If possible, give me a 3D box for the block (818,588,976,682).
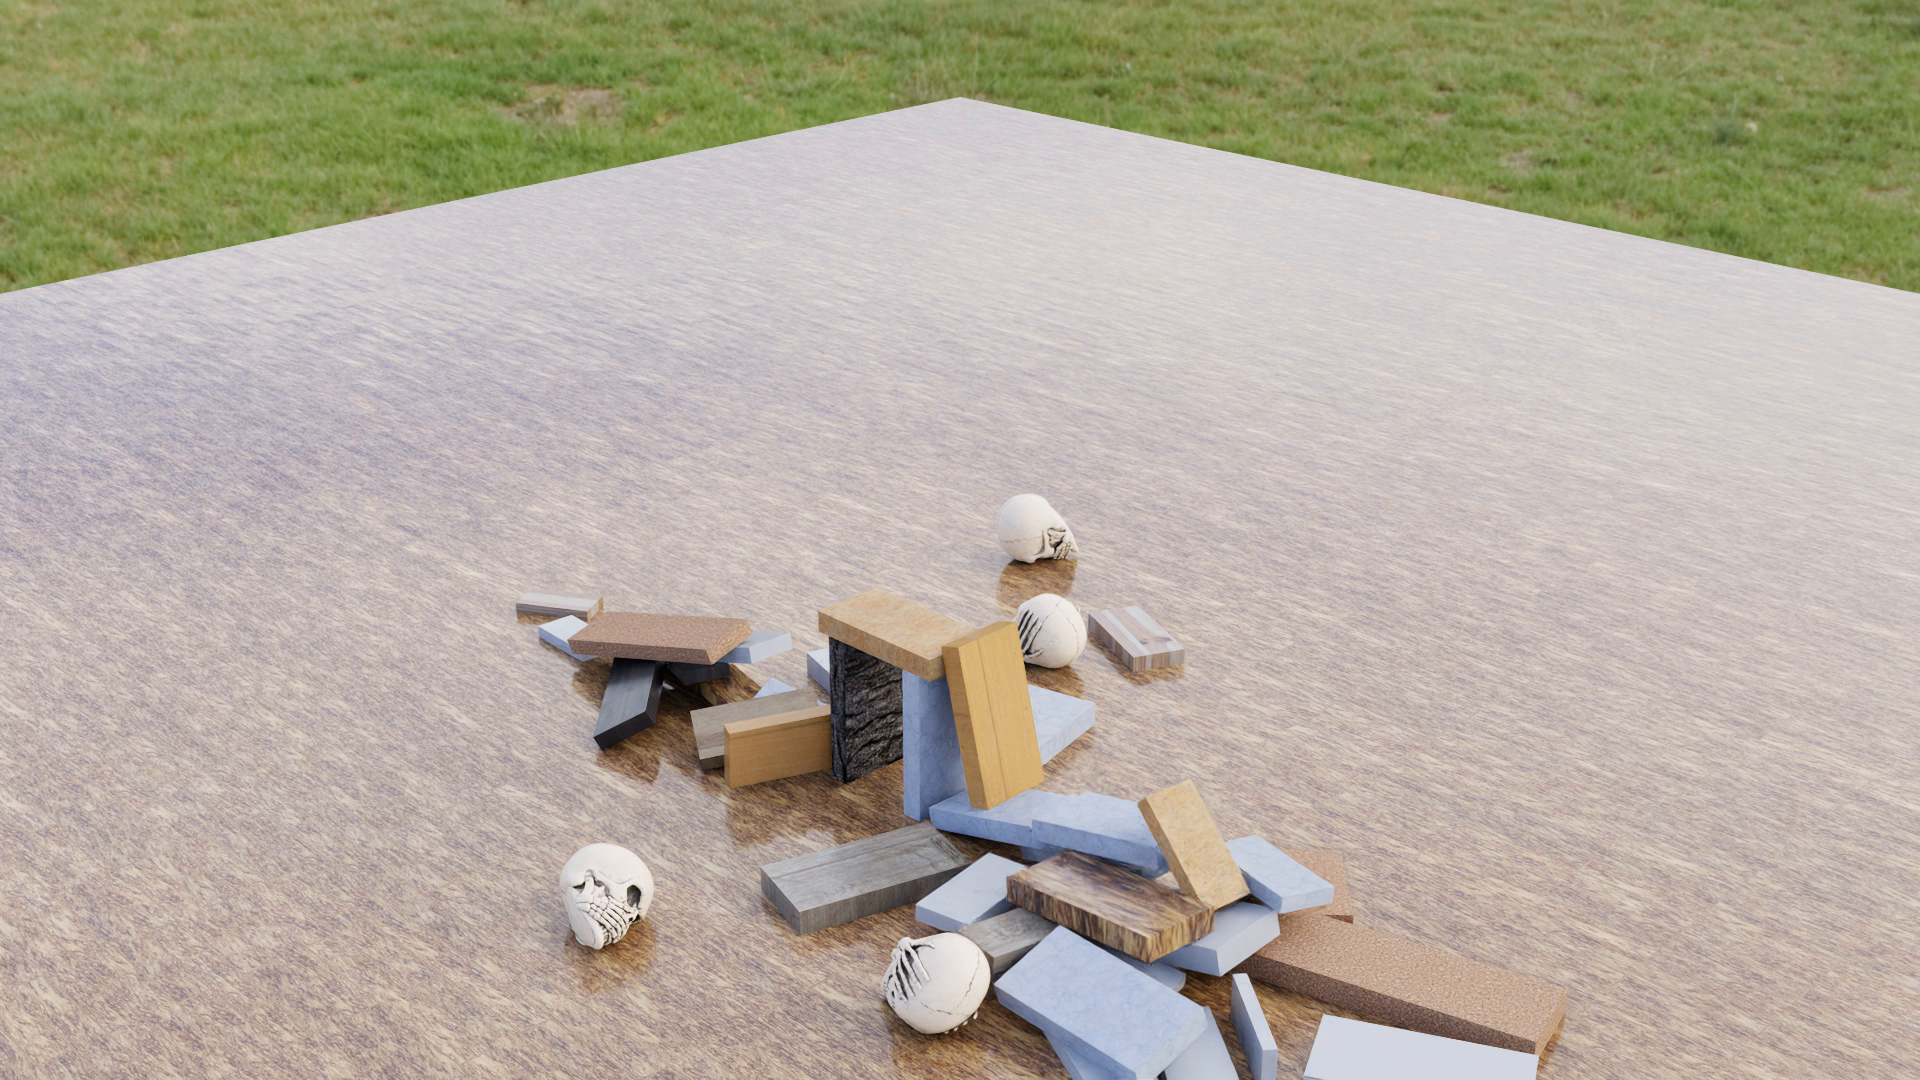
[{"bbox_3d":[-0.116,0.187,4.428,0.325,0.046,0.162,21,31,40],"label":"block"}]

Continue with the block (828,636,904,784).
[{"bbox_3d":[-0.193,0.329,4.569,0.046,0.325,0.162,21,31,41],"label":"block"}]

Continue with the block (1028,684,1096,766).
[{"bbox_3d":[0.123,0.419,4.708,0.179,0.051,0.358,14,27,30],"label":"block"}]

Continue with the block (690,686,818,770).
[{"bbox_3d":[-0.428,0.399,4.670,0.268,0.038,0.134,-11,47,-8],"label":"block"}]

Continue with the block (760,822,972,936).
[{"bbox_3d":[-0.179,0.641,4.186,0.358,0.051,0.179,-12,26,-26],"label":"block"}]

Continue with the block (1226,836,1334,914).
[{"bbox_3d":[0.559,0.605,3.987,0.115,0.033,0.229,-6,20,-29],"label":"block"}]

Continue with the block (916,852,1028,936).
[{"bbox_3d":[0.034,0.651,4.032,0.116,0.033,0.232,15,26,33],"label":"block"}]

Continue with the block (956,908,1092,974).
[{"bbox_3d":[0.122,0.699,3.911,0.232,0.033,0.116,-13,23,-32],"label":"block"}]

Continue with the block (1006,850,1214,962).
[{"bbox_3d":[0.264,0.646,3.913,0.167,0.047,0.352,-16,21,-39],"label":"block"}]

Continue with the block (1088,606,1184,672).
[{"bbox_3d":[0.413,0.230,5.173,0.130,0.037,0.259,-8,24,-19],"label":"block"}]

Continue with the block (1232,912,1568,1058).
[{"bbox_3d":[0.745,0.769,3.885,0.606,0.051,0.179,13,26,28],"label":"block"}]

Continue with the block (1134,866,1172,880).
[{"bbox_3d":[0.315,0.610,4.184,0.109,0.031,0.218,-18,9,-35],"label":"block"}]

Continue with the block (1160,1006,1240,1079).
[{"bbox_3d":[0.387,0.865,3.679,0.117,0.033,0.233,-3,23,-7],"label":"block"}]

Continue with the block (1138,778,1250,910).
[{"bbox_3d":[0.418,0.552,3.937,0.115,0.033,0.230,-16,72,-37],"label":"block"}]

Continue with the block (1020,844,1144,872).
[{"bbox_3d":[0.266,0.580,4.204,0.155,0.044,0.310,-18,9,-32],"label":"block"}]

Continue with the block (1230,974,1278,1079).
[{"bbox_3d":[0.493,0.828,3.696,0.025,0.088,0.218,-3,23,-6],"label":"block"}]

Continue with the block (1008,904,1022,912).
[{"bbox_3d":[0.066,0.696,4.011,0.233,0.033,0.117,18,27,36],"label":"block"}]

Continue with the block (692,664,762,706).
[{"bbox_3d":[-0.502,0.337,4.861,0.103,0.029,0.207,-14,27,-29],"label":"block"}]

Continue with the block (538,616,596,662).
[{"bbox_3d":[-0.902,0.231,5.183,0.094,0.027,0.187,-20,30,-38],"label":"block"}]

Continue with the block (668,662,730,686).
[{"bbox_3d":[-0.585,0.281,4.918,0.103,0.029,0.207,-11,10,-16],"label":"block"}]

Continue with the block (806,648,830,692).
[{"bbox_3d":[-0.164,0.340,4.895,0.179,0.051,0.445,-12,26,-26],"label":"block"}]

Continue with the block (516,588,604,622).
[{"bbox_3d":[-0.975,0.157,5.357,0.187,0.027,0.094,6,24,14],"label":"block"}]

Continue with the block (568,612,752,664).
[{"bbox_3d":[-0.681,0.218,4.955,0.485,0.038,0.134,1,29,42],"label":"block"}]

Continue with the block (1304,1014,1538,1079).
[{"bbox_3d":[0.757,0.884,3.612,0.357,0.051,0.179,8,24,17],"label":"block"}]

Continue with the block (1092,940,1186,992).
[{"bbox_3d":[0.296,0.754,3.843,0.176,0.025,0.088,20,28,25],"label":"block"}]

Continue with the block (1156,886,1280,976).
[{"bbox_3d":[0.376,0.693,3.960,0.357,0.051,0.179,4,19,44],"label":"block"}]

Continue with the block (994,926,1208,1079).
[{"bbox_3d":[0.234,0.784,3.706,0.167,0.047,0.335,-37,39,-28],"label":"block"}]

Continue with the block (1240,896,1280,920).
[{"bbox_3d":[0.534,0.639,4.087,0.109,0.031,0.218,-13,24,-41],"label":"block"}]

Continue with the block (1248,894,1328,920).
[{"bbox_3d":[0.563,0.624,4.035,0.109,0.031,0.218,-7,21,-31],"label":"block"}]

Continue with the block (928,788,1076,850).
[{"bbox_3d":[0.101,0.540,4.332,0.155,0.044,0.310,-21,16,-40],"label":"block"}]

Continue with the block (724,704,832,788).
[{"bbox_3d":[-0.357,0.426,4.581,0.268,0.134,0.038,-9,30,-21],"label":"block"}]

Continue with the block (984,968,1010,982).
[{"bbox_3d":[0.092,0.759,3.940,0.088,0.025,0.176,-9,24,-20],"label":"block"}]

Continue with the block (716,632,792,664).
[{"bbox_3d":[-0.513,0.238,4.913,0.259,0.037,0.130,0,13,41],"label":"block"}]

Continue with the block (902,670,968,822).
[{"bbox_3d":[-0.040,0.389,4.429,0.046,0.325,0.162,21,31,41],"label":"block"}]

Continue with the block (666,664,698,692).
[{"bbox_3d":[-0.638,0.281,5.064,0.094,0.027,0.424,-19,29,-37],"label":"block"}]

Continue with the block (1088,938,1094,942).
[{"bbox_3d":[0.256,0.762,3.884,0.233,0.033,0.117,23,30,31],"label":"block"}]

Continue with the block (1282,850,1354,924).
[{"bbox_3d":[0.674,0.660,4.163,0.115,0.033,0.230,1,23,3],"label":"block"}]

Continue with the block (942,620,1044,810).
[{"bbox_3d":[0.067,0.345,4.351,0.047,0.335,0.167,2,17,45],"label":"block"}]

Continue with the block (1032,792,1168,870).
[{"bbox_3d":[0.299,0.537,4.084,0.155,0.044,0.310,-20,17,-41],"label":"block"}]

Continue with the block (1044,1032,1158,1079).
[{"bbox_3d":[0.257,0.890,3.621,0.116,0.033,0.370,-8,24,-17],"label":"block"}]

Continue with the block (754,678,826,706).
[{"bbox_3d":[-0.351,0.380,4.732,0.207,0.029,0.103,24,52,23],"label":"block"}]

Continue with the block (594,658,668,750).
[{"bbox_3d":[-0.722,0.330,4.864,0.130,0.037,0.394,-27,21,9],"label":"block"}]
